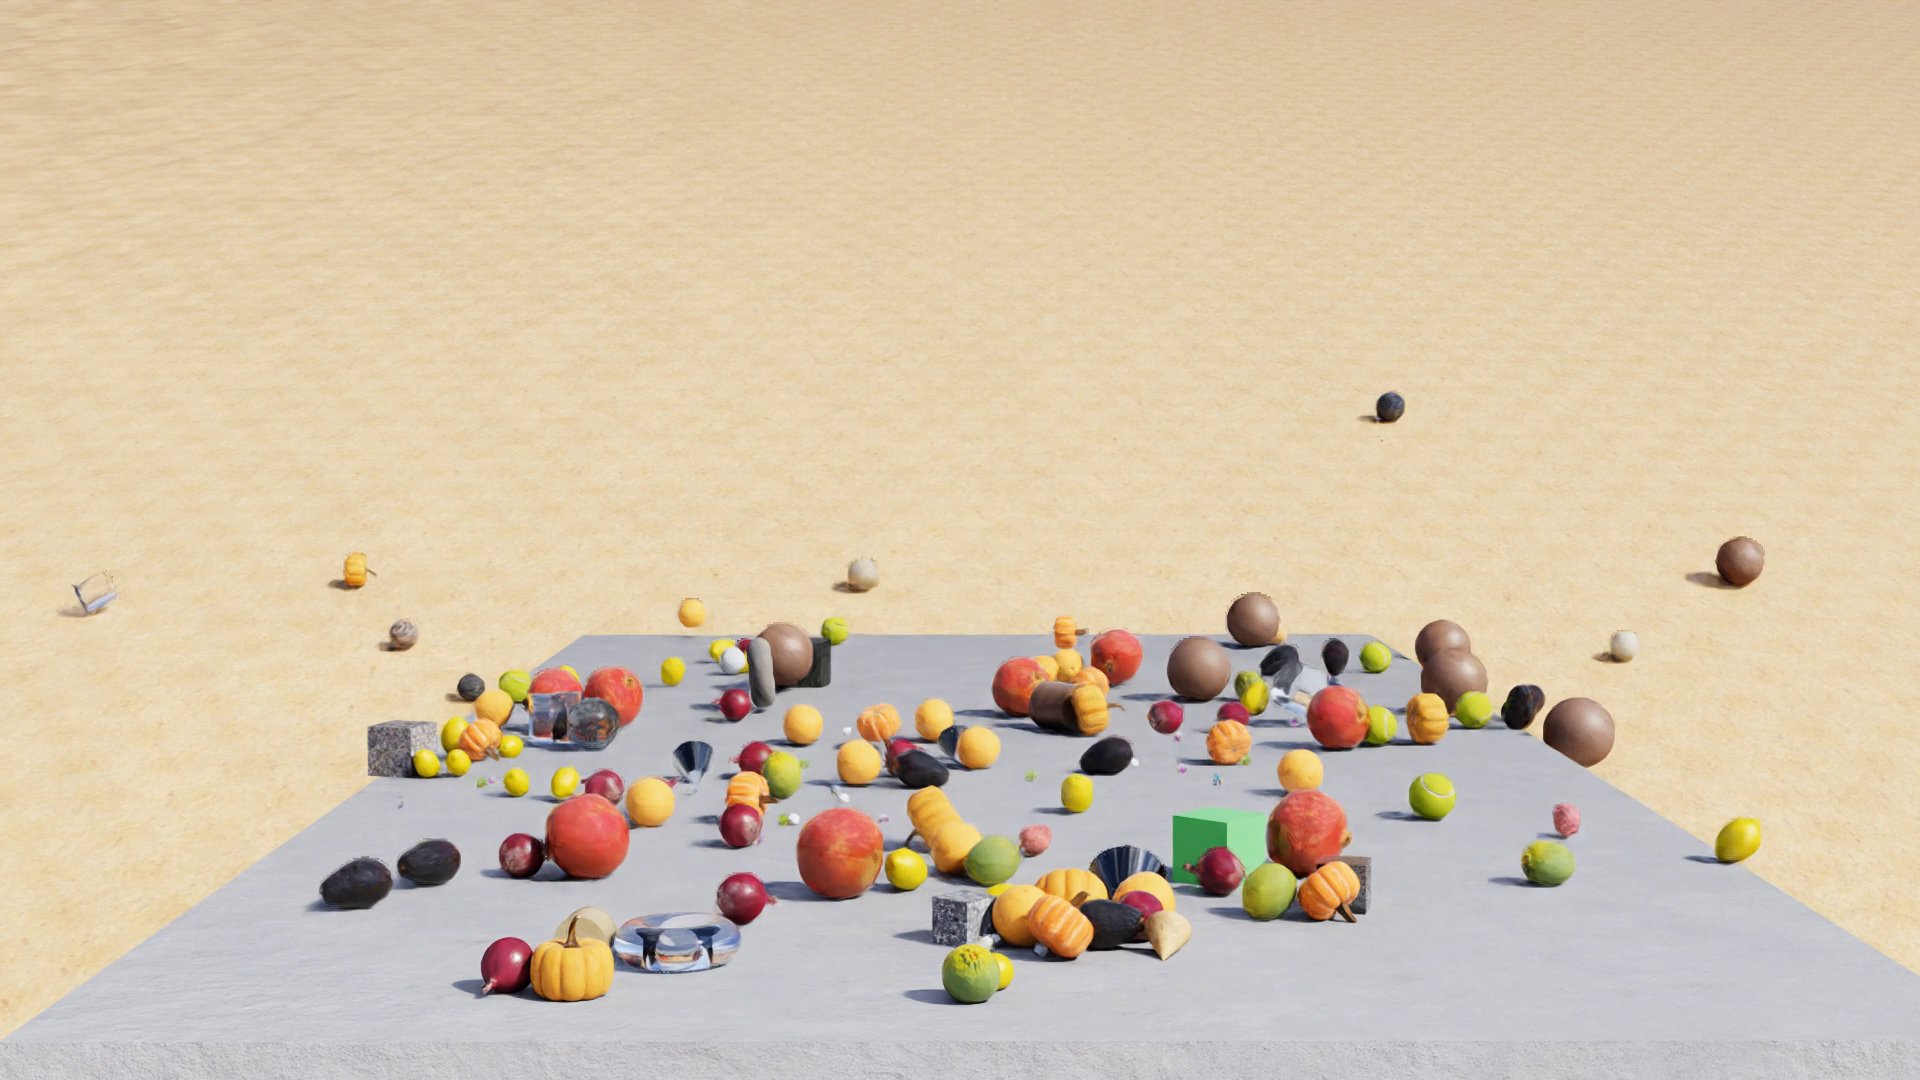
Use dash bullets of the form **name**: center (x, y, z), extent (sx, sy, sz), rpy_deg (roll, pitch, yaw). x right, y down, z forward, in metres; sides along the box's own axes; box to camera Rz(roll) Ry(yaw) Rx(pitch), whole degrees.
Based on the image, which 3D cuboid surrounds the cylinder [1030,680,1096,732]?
- **cylinder**: center (0.190, 0.309, 4.762), extent (0.088, 0.088, 0.088), rpy_deg (-18, 14, -41)

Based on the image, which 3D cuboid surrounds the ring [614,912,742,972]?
- **ring**: center (-0.317, 0.450, 2.879), extent (0.143, 0.048, 0.143), rpy_deg (-1, 2, 0)

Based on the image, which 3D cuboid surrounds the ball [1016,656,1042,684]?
- **ball**: center (0.149, 0.278, 5.490), extent (0.057, 0.057, 0.057), rpy_deg (0, 20, 0)

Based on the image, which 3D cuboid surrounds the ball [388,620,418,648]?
- **ball**: center (-1.448, 0.245, 6.684), extent (0.077, 0.077, 0.077), rpy_deg (0, 20, 0)

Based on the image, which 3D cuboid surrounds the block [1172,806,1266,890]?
- **block**: center (0.337, 0.400, 3.340), extent (0.087, 0.087, 0.087), rpy_deg (3, 5, 41)

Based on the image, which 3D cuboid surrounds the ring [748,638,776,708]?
- **ring**: center (-0.389, 0.260, 5.018), extent (0.046, 0.139, 0.139), rpy_deg (-5, 20, -4)

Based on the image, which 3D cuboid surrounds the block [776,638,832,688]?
- **block**: center (-0.330, 0.261, 5.452), extent (0.097, 0.097, 0.097), rpy_deg (1, 4, 10)

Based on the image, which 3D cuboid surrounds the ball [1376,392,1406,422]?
- **ball**: center (1.438, -0.445, 8.574), extent (0.099, 0.099, 0.099), rpy_deg (0, 20, 0)

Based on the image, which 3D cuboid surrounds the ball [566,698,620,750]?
- **ball**: center (-0.644, 0.323, 4.507), extent (0.093, 0.093, 0.093), rpy_deg (0, 20, 0)

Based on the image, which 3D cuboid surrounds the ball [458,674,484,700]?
- **ball**: center (-1.212, 0.365, 6.363), extent (0.068, 0.068, 0.068), rpy_deg (0, 20, 0)

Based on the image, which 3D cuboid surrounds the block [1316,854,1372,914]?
- **block**: center (0.474, 0.425, 3.165), extent (0.060, 0.060, 0.060), rpy_deg (1, 4, 16)

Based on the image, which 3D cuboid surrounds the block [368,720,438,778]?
- **block**: center (-0.922, 0.345, 4.245), extent (0.082, 0.082, 0.082), rpy_deg (1, 4, 19)

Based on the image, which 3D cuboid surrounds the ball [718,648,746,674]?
- **ball**: center (-0.499, 0.265, 5.636), extent (0.059, 0.059, 0.059), rpy_deg (0, 20, 0)

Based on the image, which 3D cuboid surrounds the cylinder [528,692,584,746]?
- **cylinder**: center (-0.720, 0.318, 4.582), extent (0.093, 0.093, 0.093), rpy_deg (-1, 19, -15)

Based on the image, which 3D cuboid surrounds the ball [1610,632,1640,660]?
- **ball**: center (1.711, 0.273, 6.607), extent (0.076, 0.076, 0.076), rpy_deg (0, 20, 0)

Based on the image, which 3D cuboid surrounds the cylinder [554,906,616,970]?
- **cylinder**: center (-0.419, 0.445, 2.872), extent (0.059, 0.059, 0.059), rpy_deg (2, 4, 5)

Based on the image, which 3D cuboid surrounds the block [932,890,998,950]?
- **block**: center (0.006, 0.440, 2.978), extent (0.054, 0.054, 0.054), rpy_deg (3, 5, 41)

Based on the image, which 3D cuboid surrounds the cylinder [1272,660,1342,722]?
- **cylinder**: center (0.649, 0.283, 4.807), extent (0.092, 0.092, 0.092), rpy_deg (24, 10, -25)

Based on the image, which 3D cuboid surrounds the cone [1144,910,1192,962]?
- **cone**: center (0.232, 0.459, 2.905), extent (0.056, 0.056, 0.056), rpy_deg (3, 31, 9)

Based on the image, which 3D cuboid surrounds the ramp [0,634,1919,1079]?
- **ramp**: center (0.046, 0.418, 4.535), extent (2.000, 0.100, 4.000), rpy_deg (0, 4, 0)

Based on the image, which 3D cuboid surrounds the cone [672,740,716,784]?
- **cone**: center (-0.430, 0.376, 4.159), extent (0.072, 0.072, 0.072), rpy_deg (-3, 31, -8)

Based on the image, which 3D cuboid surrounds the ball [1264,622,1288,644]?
- **ball**: center (0.774, 0.227, 6.279), extent (0.056, 0.056, 0.056), rpy_deg (0, 20, 0)

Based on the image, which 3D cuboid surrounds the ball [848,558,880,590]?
- **ball**: center (-0.267, 0.096, 7.082), extent (0.090, 0.090, 0.090), rpy_deg (0, 20, 0)
